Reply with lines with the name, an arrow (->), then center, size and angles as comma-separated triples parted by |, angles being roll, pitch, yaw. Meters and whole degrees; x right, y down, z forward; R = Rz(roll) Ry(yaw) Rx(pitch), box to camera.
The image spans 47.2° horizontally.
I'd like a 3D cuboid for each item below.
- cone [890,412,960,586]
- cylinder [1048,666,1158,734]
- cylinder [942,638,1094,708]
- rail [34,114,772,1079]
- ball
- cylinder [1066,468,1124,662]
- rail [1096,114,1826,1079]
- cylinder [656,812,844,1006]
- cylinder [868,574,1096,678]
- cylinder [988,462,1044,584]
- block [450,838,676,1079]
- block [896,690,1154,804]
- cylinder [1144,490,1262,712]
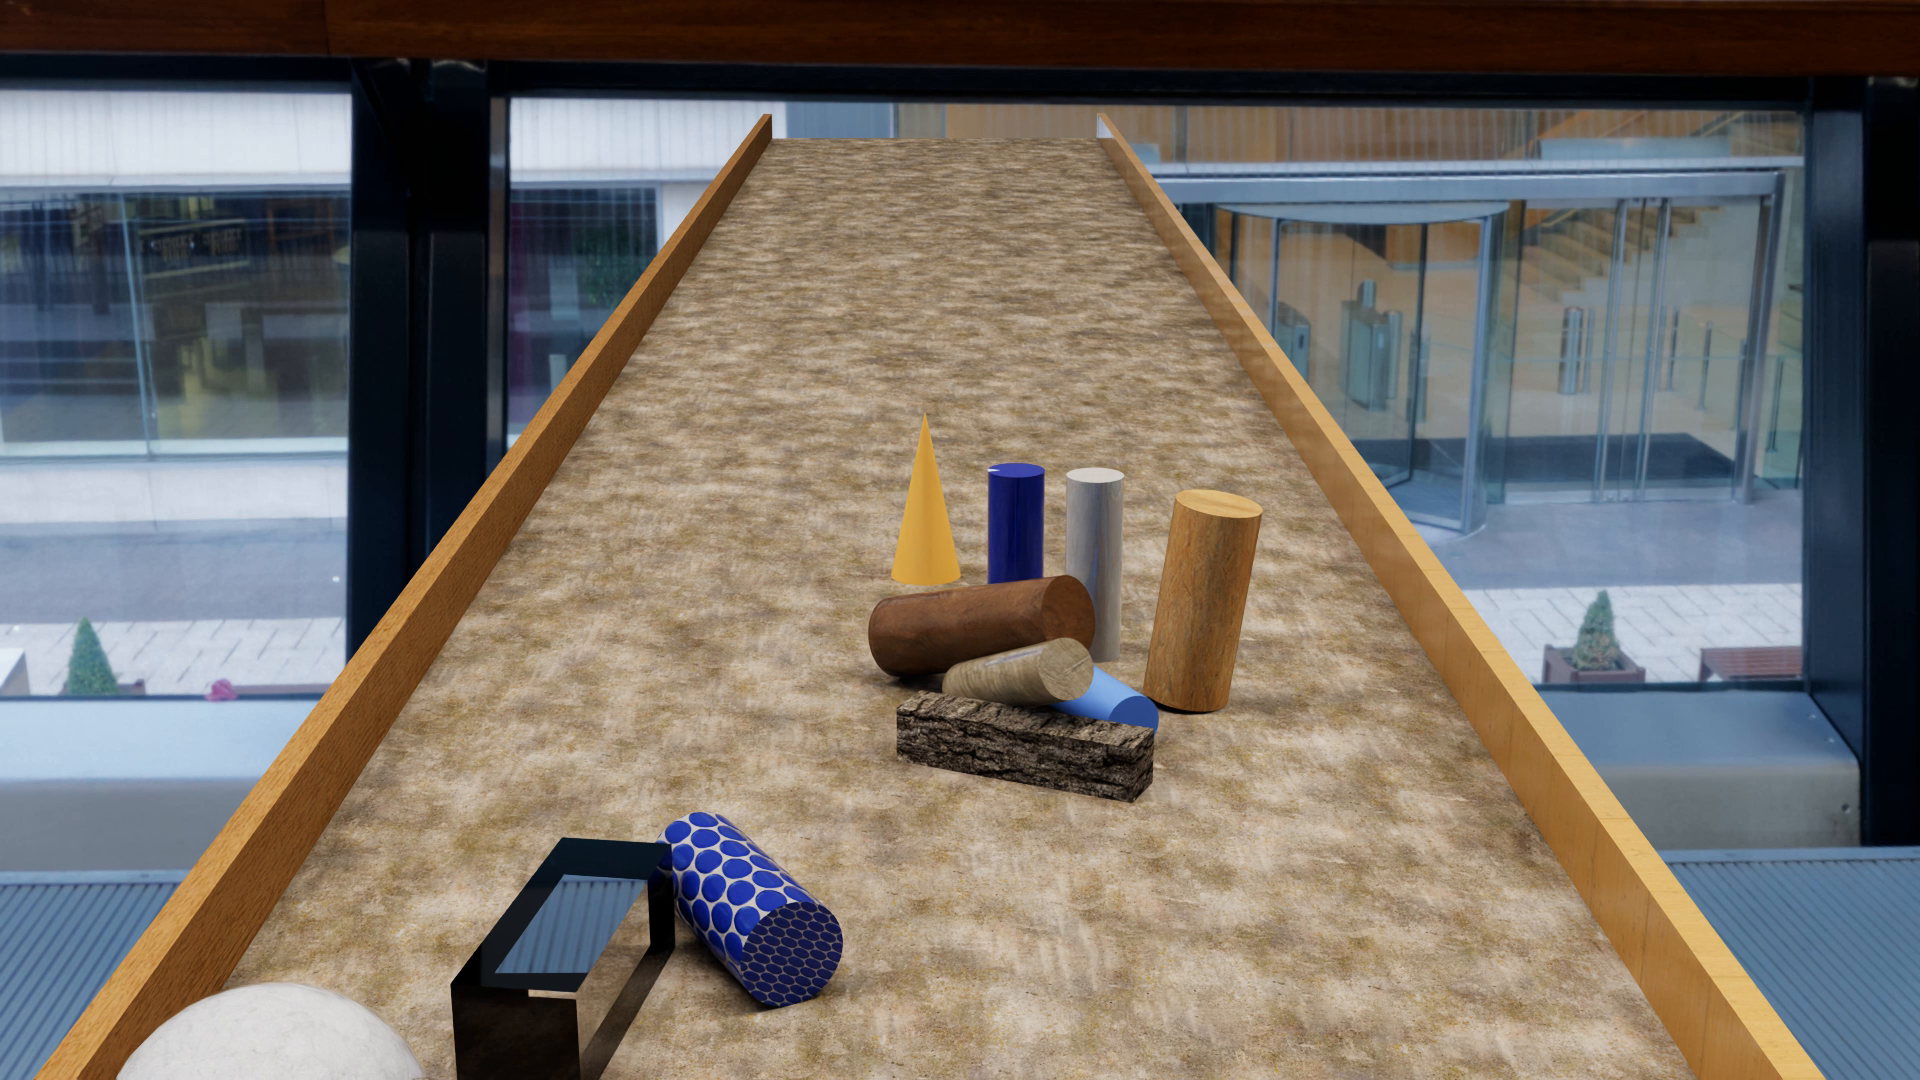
cone -> -0.077, -0.103, 4.908 | 0.158, 0.379, 0.158 | 0, 17, 0
cylinder -> 0.227, 0.283, 4.084 | 0.109, 0.109, 0.367 | -8, 18, -25
cylinder -> 0.099, 0.251, 3.941 | 0.109, 0.109, 0.379 | -9, -5, -28
rail -> -1.118, -0.838, 7.780 | 0.050, 0.150, 12.000 | 0, 17, -1
ball -> -0.746, 0.661, 2.373 | 0.360, 0.360, 0.360 | 0, 17, 0
cylinder -> 0.268, 0.051, 4.401 | 0.114, 0.374, 0.114 | 0, 17, 0
rail -> 0.932, -0.844, 7.801 | 0.050, 0.150, 12.000 | 0, 17, -1
cylinder -> -0.315, 0.528, 3.180 | 0.156, 0.156, 0.349 | -9, 19, -27
cylinder -> 0.037, 0.167, 4.179 | 0.432, 0.160, 0.160 | -8, 8, 41
cylinder -> 0.119, 0.002, 4.672 | 0.121, 0.312, 0.121 | 0, 17, 0
block -> -0.529, 0.578, 2.997 | 0.164, 0.164, 0.451 | 2, 17, 8
block -> 0.111, 0.359, 3.845 | 0.446, 0.100, 0.100 | 8, 18, 24
cylinder -> 0.455, 0.113, 4.139 | 0.163, 0.385, 0.163 | 7, 18, -2
